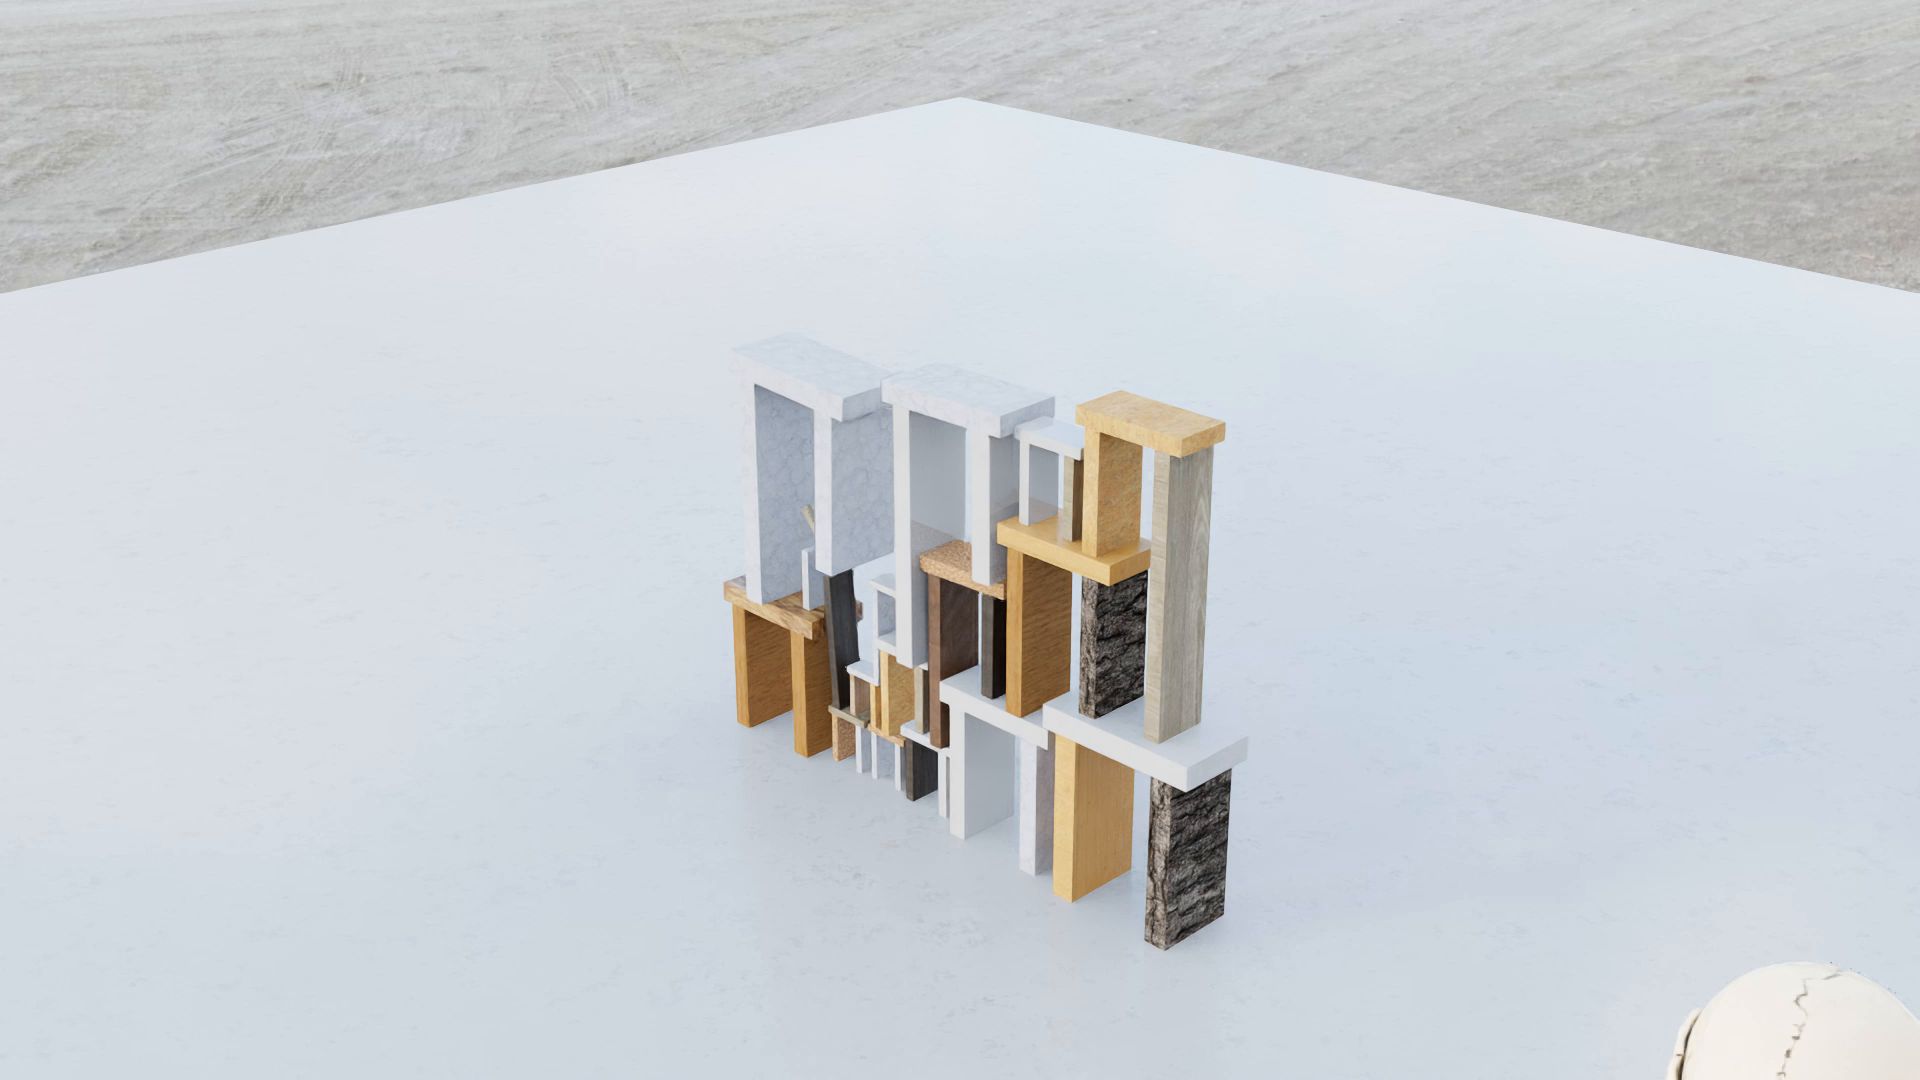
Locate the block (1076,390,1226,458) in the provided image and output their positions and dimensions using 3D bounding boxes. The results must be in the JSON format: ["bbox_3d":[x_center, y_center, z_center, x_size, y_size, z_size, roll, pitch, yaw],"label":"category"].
[{"bbox_3d":[0.326,-0.201,3.782,0.237,0.034,0.118,21,31,41],"label":"block"}]

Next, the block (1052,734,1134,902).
[{"bbox_3d":[0.254,0.496,4.152,0.049,0.343,0.171,21,31,41],"label":"block"}]

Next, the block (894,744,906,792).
[{"bbox_3d":[-0.109,0.460,4.540,0.015,0.106,0.053,21,31,41],"label":"block"}]

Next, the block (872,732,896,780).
[{"bbox_3d":[-0.159,0.441,4.586,0.015,0.106,0.053,21,31,41],"label":"block"}]

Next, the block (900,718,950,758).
[{"bbox_3d":[-0.044,0.395,4.438,0.143,0.020,0.072,21,31,40],"label":"block"}]

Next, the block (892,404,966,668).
[{"bbox_3d":[-0.057,-0.022,4.267,0.043,0.539,0.150,21,31,40],"label":"block"}]

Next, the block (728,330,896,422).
[{"bbox_3d":[-0.288,-0.331,4.396,0.342,0.048,0.171,25,33,38],"label":"block"}]

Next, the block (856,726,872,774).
[{"bbox_3d":[-0.192,0.429,4.608,0.016,0.110,0.055,21,31,41],"label":"block"}]

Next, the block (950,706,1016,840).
[{"bbox_3d":[0.045,0.438,4.362,0.041,0.286,0.143,21,31,41],"label":"block"}]

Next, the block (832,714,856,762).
[{"bbox_3d":[-0.244,0.409,4.656,0.016,0.110,0.055,21,31,41],"label":"block"}]

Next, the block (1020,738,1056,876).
[{"bbox_3d":[0.180,0.491,4.238,0.041,0.286,0.143,21,31,41],"label":"block"}]

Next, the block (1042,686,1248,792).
[{"bbox_3d":[0.335,0.348,4.001,0.343,0.049,0.171,21,31,41],"label":"block"}]

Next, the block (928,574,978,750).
[{"bbox_3d":[-0.011,0.223,4.333,0.030,0.378,0.108,21,31,40],"label":"block"}]

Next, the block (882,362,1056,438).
[{"bbox_3d":[0.014,-0.263,4.088,0.301,0.043,0.150,20,30,39],"label":"block"}]

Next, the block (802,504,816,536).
[{"bbox_3d":[-0.266,-0.017,4.506,0.066,0.131,0.019,-21,-9,-41],"label":"block"}]

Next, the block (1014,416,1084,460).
[{"bbox_3d":[0.183,-0.184,3.947,0.161,0.023,0.081,21,31,41],"label":"block"}]

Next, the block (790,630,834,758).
[{"bbox_3d":[-0.288,0.306,4.673,0.041,0.286,0.143,21,31,41],"label":"block"}]

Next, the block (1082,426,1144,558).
[{"bbox_3d":[0.270,-0.099,3.886,0.118,0.237,0.034,-21,31,-41],"label":"block"}]

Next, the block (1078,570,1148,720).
[{"bbox_3d":[0.278,0.176,3.993,0.039,0.274,0.137,21,31,41],"label":"block"}]

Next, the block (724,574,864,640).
[{"bbox_3d":[-0.356,0.129,4.672,0.286,0.041,0.143,21,31,41],"label":"block"}]

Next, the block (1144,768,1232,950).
[{"bbox_3d":[0.416,0.559,4.003,0.049,0.343,0.171,21,31,41],"label":"block"}]

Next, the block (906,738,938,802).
[{"bbox_3d":[-0.078,0.457,4.501,0.020,0.143,0.072,21,31,40],"label":"block"}]

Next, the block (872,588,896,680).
[{"bbox_3d":[-0.153,0.185,4.470,0.015,0.204,0.051,22,31,40],"label":"block"}]

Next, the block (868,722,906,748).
[{"bbox_3d":[-0.134,0.395,4.539,0.053,0.015,0.106,-21,31,-41],"label":"block"}]

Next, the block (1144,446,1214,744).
[{"bbox_3d":[0.382,0.089,3.845,0.034,0.550,0.118,21,31,41],"label":"block"}]

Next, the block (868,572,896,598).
[{"bbox_3d":[-0.130,0.094,4.404,0.051,0.015,0.103,-21,31,-40],"label":"block"}]

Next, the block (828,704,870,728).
[{"bbox_3d":[-0.218,0.362,4.607,0.110,0.016,0.055,21,31,40],"label":"block"}]

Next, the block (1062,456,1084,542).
[{"bbox_3d":[0.221,-0.084,3.948,0.081,0.161,0.023,-21,31,-41],"label":"block"}]

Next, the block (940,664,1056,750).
[{"bbox_3d":[0.112,0.314,4.236,0.286,0.041,0.143,21,31,41],"label":"block"}]

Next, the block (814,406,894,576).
[{"bbox_3d":[-0.211,-0.114,4.406,0.048,0.342,0.171,23,32,40],"label":"block"}]

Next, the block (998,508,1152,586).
[{"bbox_3d":[0.214,0.006,3.991,0.137,0.039,0.274,-21,31,-41],"label":"block"}]

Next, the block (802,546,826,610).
[{"bbox_3d":[-0.297,0.075,4.579,0.019,0.131,0.066,21,31,41],"label":"block"}]

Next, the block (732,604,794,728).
[{"bbox_3d":[-0.423,0.253,4.797,0.041,0.286,0.143,21,31,41],"label":"block"}]

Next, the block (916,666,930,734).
[{"bbox_3d":[-0.056,0.310,4.421,0.021,0.149,0.075,22,31,40],"label":"block"}]

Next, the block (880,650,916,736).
[{"bbox_3d":[-0.127,0.301,4.495,0.021,0.192,0.075,21,31,41],"label":"block"}]

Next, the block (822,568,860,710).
[{"bbox_3d":[-0.244,0.188,4.570,0.019,0.333,0.066,16,27,43],"label":"block"}]

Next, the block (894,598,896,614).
[{"bbox_3d":[-0.106,0.158,4.402,0.051,0.103,0.015,-22,31,-40],"label":"block"}]

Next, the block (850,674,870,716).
[{"bbox_3d":[-0.207,0.315,4.579,0.013,0.094,0.047,21,31,40],"label":"block"}]

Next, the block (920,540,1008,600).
[{"bbox_3d":[0.038,0.055,4.202,0.215,0.030,0.108,19,30,39],"label":"block"}]

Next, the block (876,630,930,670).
[{"bbox_3d":[-0.091,0.218,4.419,0.149,0.021,0.075,21,31,40],"label":"block"}]

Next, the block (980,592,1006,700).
[{"bbox_3d":[0.089,0.188,4.205,0.030,0.215,0.108,21,31,41],"label":"block"}]

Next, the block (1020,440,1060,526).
[{"bbox_3d":[0.145,-0.114,4.018,0.081,0.161,0.023,-21,31,-41],"label":"block"}]

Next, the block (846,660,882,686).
[{"bbox_3d":[-0.185,0.274,4.538,0.094,0.013,0.047,22,31,40],"label":"block"}]

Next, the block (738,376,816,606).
[{"bbox_3d":[-0.371,-0.119,4.576,0.048,0.492,0.171,22,31,40],"label":"block"}]

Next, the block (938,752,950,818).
[{"bbox_3d":[-0.010,0.483,4.439,0.020,0.143,0.072,21,31,40],"label":"block"}]

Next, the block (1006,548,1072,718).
[{"bbox_3d":[0.149,0.155,4.125,0.137,0.339,0.039,-21,31,-41],"label":"block"}]

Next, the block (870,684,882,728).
[{"bbox_3d":[-0.163,0.334,4.539,0.047,0.098,0.013,-21,31,-41],"label":"block"}]

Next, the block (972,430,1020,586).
[{"bbox_3d":[0.087,-0.079,4.093,0.043,0.301,0.150,18,29,37],"label":"block"}]
